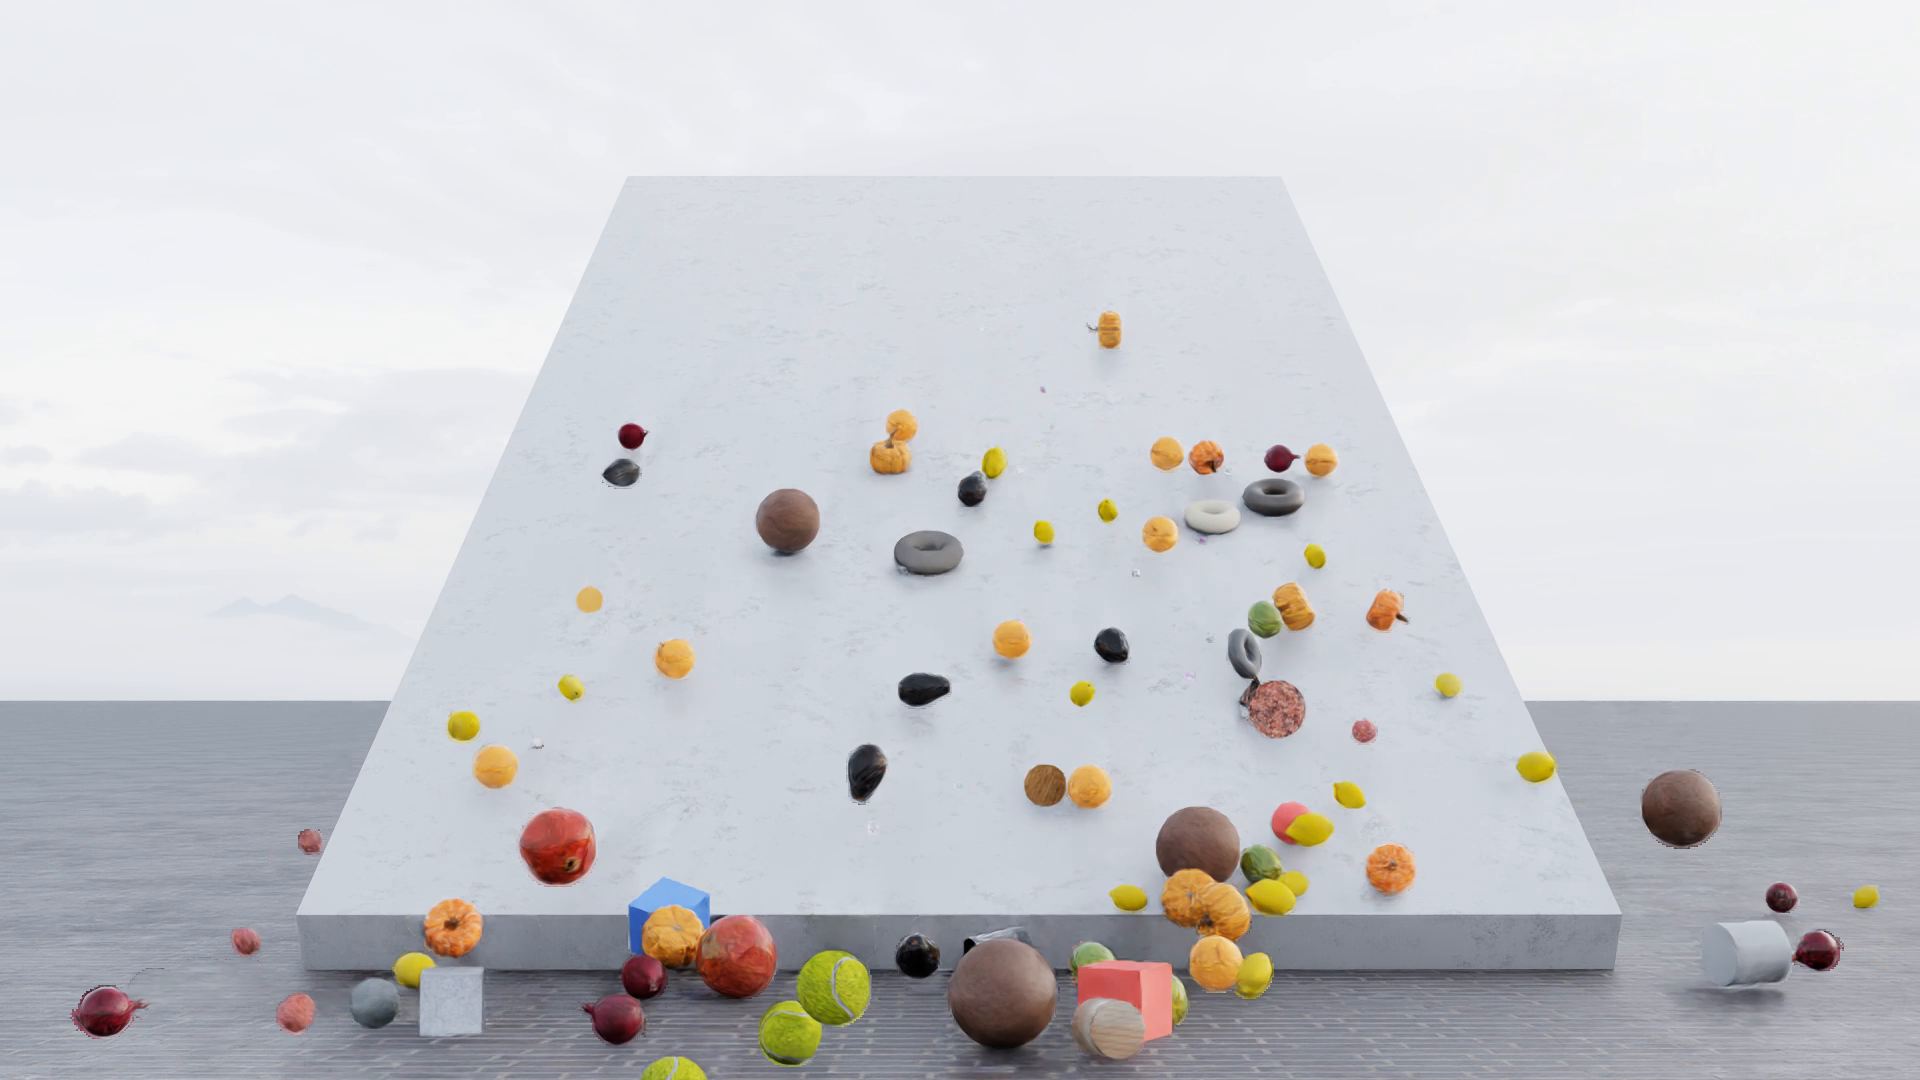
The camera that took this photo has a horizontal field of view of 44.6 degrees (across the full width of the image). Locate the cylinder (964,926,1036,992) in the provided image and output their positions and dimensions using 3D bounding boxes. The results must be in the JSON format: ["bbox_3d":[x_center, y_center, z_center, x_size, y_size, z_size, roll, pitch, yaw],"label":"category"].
[{"bbox_3d":[0.054,0.575,3.209,0.076,0.076,0.076,-10,0,-21],"label":"cylinder"}]

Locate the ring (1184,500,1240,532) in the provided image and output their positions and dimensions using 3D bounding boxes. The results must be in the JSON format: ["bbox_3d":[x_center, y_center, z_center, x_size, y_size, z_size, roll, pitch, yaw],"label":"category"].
[{"bbox_3d":[0.518,-0.049,4.812,0.117,0.039,0.117,1,24,0],"label":"ring"}]

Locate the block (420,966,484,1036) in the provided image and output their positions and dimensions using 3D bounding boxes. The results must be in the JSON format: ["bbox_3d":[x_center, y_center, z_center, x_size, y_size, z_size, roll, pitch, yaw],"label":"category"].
[{"bbox_3d":[-0.633,0.575,2.917,0.075,0.075,0.075,1,-4,-10],"label":"block"}]

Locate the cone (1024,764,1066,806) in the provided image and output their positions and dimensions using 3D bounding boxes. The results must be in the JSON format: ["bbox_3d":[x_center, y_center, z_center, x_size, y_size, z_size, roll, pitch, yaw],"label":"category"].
[{"bbox_3d":[0.142,0.401,3.845,0.069,0.069,0.069,0,-2,4],"label":"cone"}]

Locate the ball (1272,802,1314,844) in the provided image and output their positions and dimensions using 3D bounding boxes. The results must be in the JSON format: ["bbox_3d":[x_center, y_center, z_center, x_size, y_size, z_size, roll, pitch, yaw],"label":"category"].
[{"bbox_3d":[0.526,0.448,3.703,0.067,0.067,0.067,0,-4,0],"label":"ball"}]

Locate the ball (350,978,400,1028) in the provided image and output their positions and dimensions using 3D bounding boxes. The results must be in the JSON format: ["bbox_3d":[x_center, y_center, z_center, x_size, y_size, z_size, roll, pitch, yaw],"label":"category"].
[{"bbox_3d":[-0.737,0.584,2.945,0.062,0.062,0.062,0,-4,0],"label":"ball"}]

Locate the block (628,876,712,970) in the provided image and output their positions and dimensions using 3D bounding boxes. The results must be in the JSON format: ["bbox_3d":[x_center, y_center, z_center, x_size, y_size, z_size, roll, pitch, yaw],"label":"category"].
[{"bbox_3d":[-0.425,0.562,3.433,0.084,0.084,0.084,15,30,27],"label":"block"}]

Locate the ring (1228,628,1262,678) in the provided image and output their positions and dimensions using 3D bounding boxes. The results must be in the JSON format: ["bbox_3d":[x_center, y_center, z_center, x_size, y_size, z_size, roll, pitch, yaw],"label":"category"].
[{"bbox_3d":[0.508,0.203,4.182,0.031,0.094,0.094,-18,-13,30],"label":"ring"}]

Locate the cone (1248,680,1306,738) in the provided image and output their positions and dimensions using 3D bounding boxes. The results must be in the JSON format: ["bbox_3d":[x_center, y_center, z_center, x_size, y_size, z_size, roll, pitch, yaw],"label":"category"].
[{"bbox_3d":[0.543,0.293,4.065,0.099,0.099,0.099,0,-2,-3],"label":"cone"}]

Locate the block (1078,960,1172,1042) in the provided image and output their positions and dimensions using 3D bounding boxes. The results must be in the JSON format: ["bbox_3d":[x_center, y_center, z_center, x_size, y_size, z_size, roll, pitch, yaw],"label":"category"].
[{"bbox_3d":[0.204,0.568,2.883,0.086,0.086,0.086,-2,-4,31],"label":"block"}]

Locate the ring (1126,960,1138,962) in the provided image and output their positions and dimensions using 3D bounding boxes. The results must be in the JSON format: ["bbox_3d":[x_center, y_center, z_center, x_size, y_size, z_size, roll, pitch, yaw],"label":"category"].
[{"bbox_3d":[0.242,0.624,3.362,0.079,0.026,0.079,3,6,0],"label":"ring"}]

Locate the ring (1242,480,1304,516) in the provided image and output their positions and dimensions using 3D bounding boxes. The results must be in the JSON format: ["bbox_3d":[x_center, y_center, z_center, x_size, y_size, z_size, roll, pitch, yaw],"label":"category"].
[{"bbox_3d":[0.657,-0.090,4.896,0.129,0.043,0.129,-1,25,1],"label":"ring"}]

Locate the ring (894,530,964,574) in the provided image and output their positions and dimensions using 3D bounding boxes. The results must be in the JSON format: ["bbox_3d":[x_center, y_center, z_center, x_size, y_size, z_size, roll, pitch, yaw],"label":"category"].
[{"bbox_3d":[-0.062,0.025,4.639,0.139,0.046,0.139,0,27,0],"label":"ring"}]

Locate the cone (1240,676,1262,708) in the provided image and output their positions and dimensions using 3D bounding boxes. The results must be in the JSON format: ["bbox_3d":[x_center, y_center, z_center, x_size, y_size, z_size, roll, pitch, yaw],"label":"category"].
[{"bbox_3d":[0.520,0.262,4.121,0.053,0.053,0.053,0,25,0],"label":"cone"}]

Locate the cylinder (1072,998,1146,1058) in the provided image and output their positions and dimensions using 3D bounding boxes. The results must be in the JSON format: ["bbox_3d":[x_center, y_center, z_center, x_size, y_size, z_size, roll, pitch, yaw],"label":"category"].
[{"bbox_3d":[0.169,0.557,2.669,0.065,0.065,0.065,1,-8,-18],"label":"cylinder"}]

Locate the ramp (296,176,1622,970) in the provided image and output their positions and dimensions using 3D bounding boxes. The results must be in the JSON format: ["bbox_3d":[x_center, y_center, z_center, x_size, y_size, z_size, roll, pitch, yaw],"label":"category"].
[{"bbox_3d":[-0.009,-0.229,5.362,2.000,0.100,4.000,0,25,0],"label":"ramp"}]
